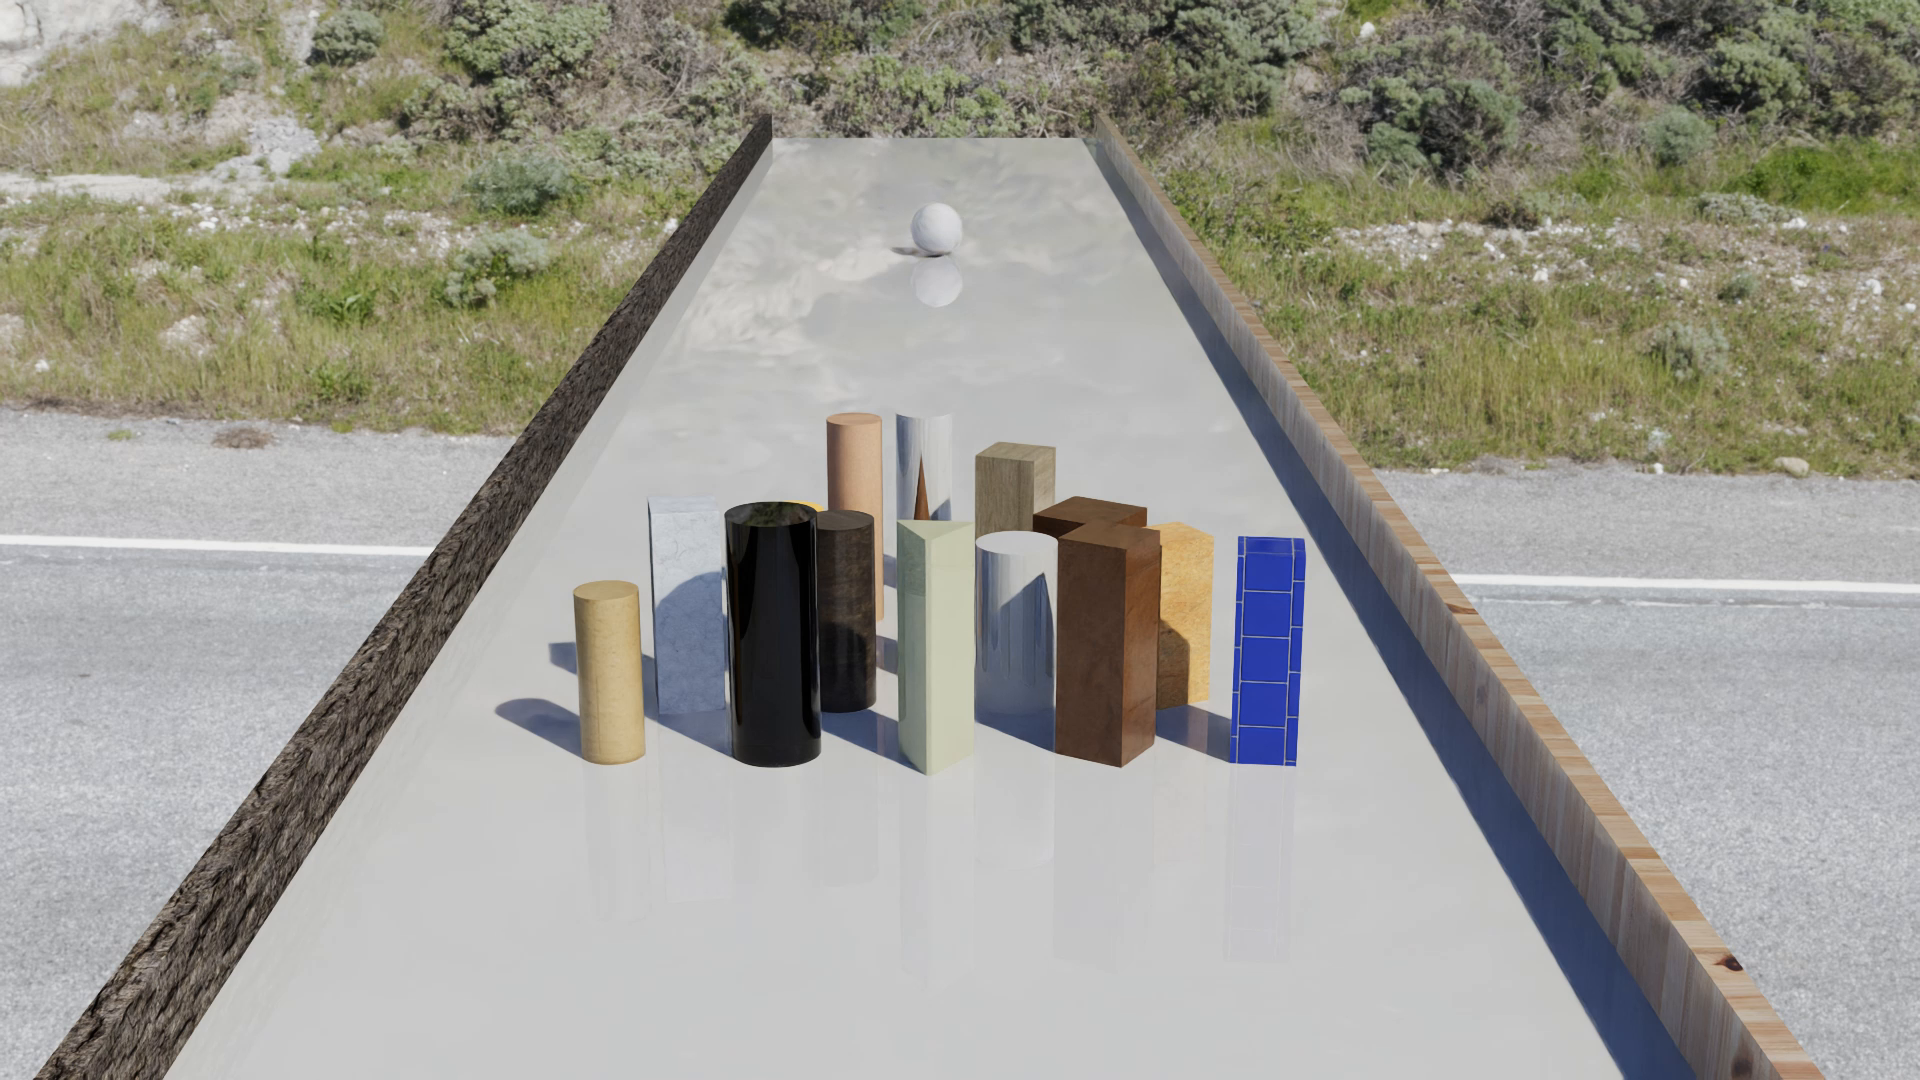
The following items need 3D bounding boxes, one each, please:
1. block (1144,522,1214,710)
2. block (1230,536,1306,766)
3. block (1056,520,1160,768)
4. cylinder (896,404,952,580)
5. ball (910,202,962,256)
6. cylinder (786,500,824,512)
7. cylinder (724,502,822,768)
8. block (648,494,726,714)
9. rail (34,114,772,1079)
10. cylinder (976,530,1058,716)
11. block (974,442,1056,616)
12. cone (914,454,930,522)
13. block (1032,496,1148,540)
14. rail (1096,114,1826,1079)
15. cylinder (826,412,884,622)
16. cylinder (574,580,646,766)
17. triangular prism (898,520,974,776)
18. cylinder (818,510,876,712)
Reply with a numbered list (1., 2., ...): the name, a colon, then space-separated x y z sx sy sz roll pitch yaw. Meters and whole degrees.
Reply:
1. block: 0.395 0.143 4.175 0.118 0.325 0.118 -9 19 -28
2. block: 0.543 0.196 3.890 0.117 0.386 0.117 2 17 7
3. block: 0.262 0.183 3.905 0.133 0.403 0.133 10 19 30
4. cylinder: -0.080 -0.097 4.875 0.124 0.386 0.124 0 17 0
5. ball: -0.098 -1.308 9.238 0.220 0.220 0.220 0 17 0
6. cylinder: -0.335 0.089 4.382 0.131 0.311 0.131 0 17 0
7. cylinder: -0.329 0.166 3.890 0.162 0.443 0.162 0 17 0
8. block: -0.515 0.120 4.142 0.125 0.389 0.125 -3 17 -10
9. rail: -1.118 -0.838 7.780 0.050 0.150 12.000 0 17 -1
10. cylinder: 0.106 0.156 4.150 0.155 0.315 0.155 0 17 0
11. block: 0.117 -0.017 4.664 0.131 0.353 0.131 7 18 21
12. cone: -0.076 0.034 4.361 0.101 0.428 0.101 0 17 0
13. block: 0.257 0.092 4.375 0.165 0.310 0.165 10 19 31
14. rail: 0.932 -0.844 7.801 0.050 0.150 12.000 0 17 -1
15. cylinder: -0.219 -0.044 4.617 0.115 0.432 0.115 0 17 0
16. cylinder: -0.621 0.235 3.899 0.114 0.307 0.114 0 17 0
17. triangular prism: -0.062 0.181 3.864 0.116 0.430 0.134 12 20 34
18. cylinder: -0.228 0.134 4.148 0.137 0.358 0.137 0 17 0
